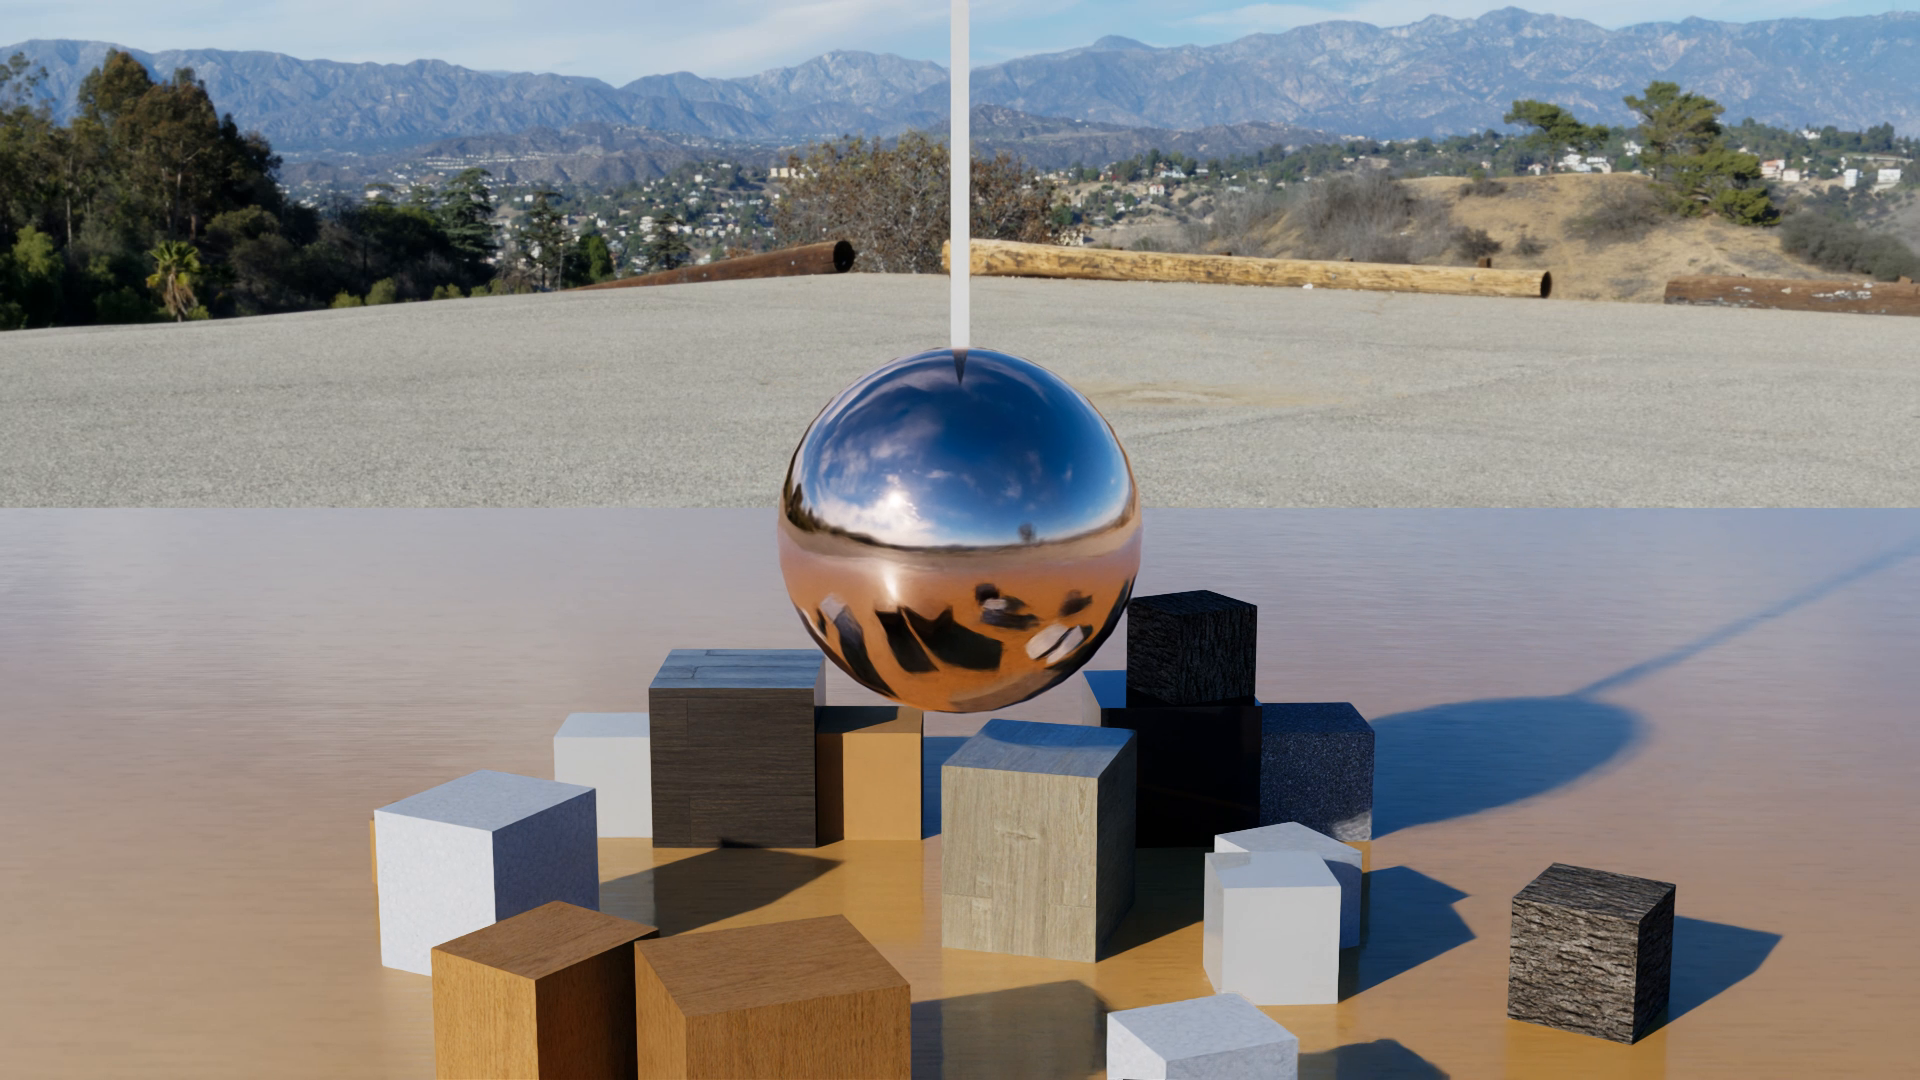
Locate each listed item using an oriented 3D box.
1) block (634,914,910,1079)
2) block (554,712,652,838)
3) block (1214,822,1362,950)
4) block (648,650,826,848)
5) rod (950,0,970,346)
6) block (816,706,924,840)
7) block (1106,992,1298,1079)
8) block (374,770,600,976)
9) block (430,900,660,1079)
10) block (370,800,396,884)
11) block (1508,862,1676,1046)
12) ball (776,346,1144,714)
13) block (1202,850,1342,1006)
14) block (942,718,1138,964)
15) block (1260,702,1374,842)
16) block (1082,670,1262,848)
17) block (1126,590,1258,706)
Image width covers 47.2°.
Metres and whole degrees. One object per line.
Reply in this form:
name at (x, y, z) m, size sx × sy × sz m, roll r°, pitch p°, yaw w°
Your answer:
block at (-0.677, 1.808, 7.842) m, size 0.794 × 0.636 × 0.754 m, roll -4°, pitch 11°, yaw -21°
block at (-1.801, 1.215, 11.410) m, size 0.509 × 0.527 × 0.486 m, roll 0°, pitch 10°, yaw 0°
block at (1.454, 1.558, 9.792) m, size 0.437 × 0.431 × 0.498 m, roll -5°, pitch 12°, yaw -28°
block at (-1.131, 1.066, 11.391) m, size 0.820 × 0.828 × 0.847 m, roll 0°, pitch 10°, yaw 0°
rod at (0.000, -3.432, 9.877) m, size 0.080 × 5.200 × 0.080 m, roll 0°, pitch -5°, yaw 0°
block at (-0.458, 1.200, 11.398) m, size 0.525 × 0.560 × 0.544 m, roll 0°, pitch 10°, yaw 1°
block at (0.837, 1.919, 7.650) m, size 0.508 × 0.488 × 0.443 m, roll -4°, pitch 11°, yaw -22°
block at (-2.046, 1.463, 9.575) m, size 0.634 × 0.696 × 0.703 m, roll 5°, pitch 12°, yaw 27°
block at (-1.541, 1.766, 8.243) m, size 0.547 × 0.575 × 0.636 m, roll 7°, pitch 13°, yaw 35°
block at (-2.638, 1.464, 10.640) m, size 0.318 × 0.312 × 0.315 m, roll 1°, pitch 10°, yaw 6°
block at (2.571, 1.671, 8.949) m, size 0.504 × 0.509 × 0.527 m, roll 7°, pitch 12°, yaw 32°
ball at (0.000, -0.043, 9.605) m, size 1.600 × 1.600 × 1.600 m, roll 0°, pitch 10°, yaw 0°
block at (1.301, 1.623, 9.224) m, size 0.481 × 0.506 × 0.456 m, roll -1°, pitch 10°, yaw -3°
block at (0.368, 1.334, 9.910) m, size 0.694 × 0.830 × 0.815 m, roll 3°, pitch 11°, yaw 16°
block at (1.784, 1.195, 11.388) m, size 0.584 × 0.574 × 0.592 m, roll 0°, pitch 10°, yaw -2°
block at (1.078, 1.118, 11.383) m, size 0.809 × 0.728 × 0.785 m, roll -1°, pitch 10°, yaw -4°
block at (1.180, 0.542, 11.231) m, size 0.479 × 0.460 × 0.465 m, roll -5°, pitch 12°, yaw -28°
